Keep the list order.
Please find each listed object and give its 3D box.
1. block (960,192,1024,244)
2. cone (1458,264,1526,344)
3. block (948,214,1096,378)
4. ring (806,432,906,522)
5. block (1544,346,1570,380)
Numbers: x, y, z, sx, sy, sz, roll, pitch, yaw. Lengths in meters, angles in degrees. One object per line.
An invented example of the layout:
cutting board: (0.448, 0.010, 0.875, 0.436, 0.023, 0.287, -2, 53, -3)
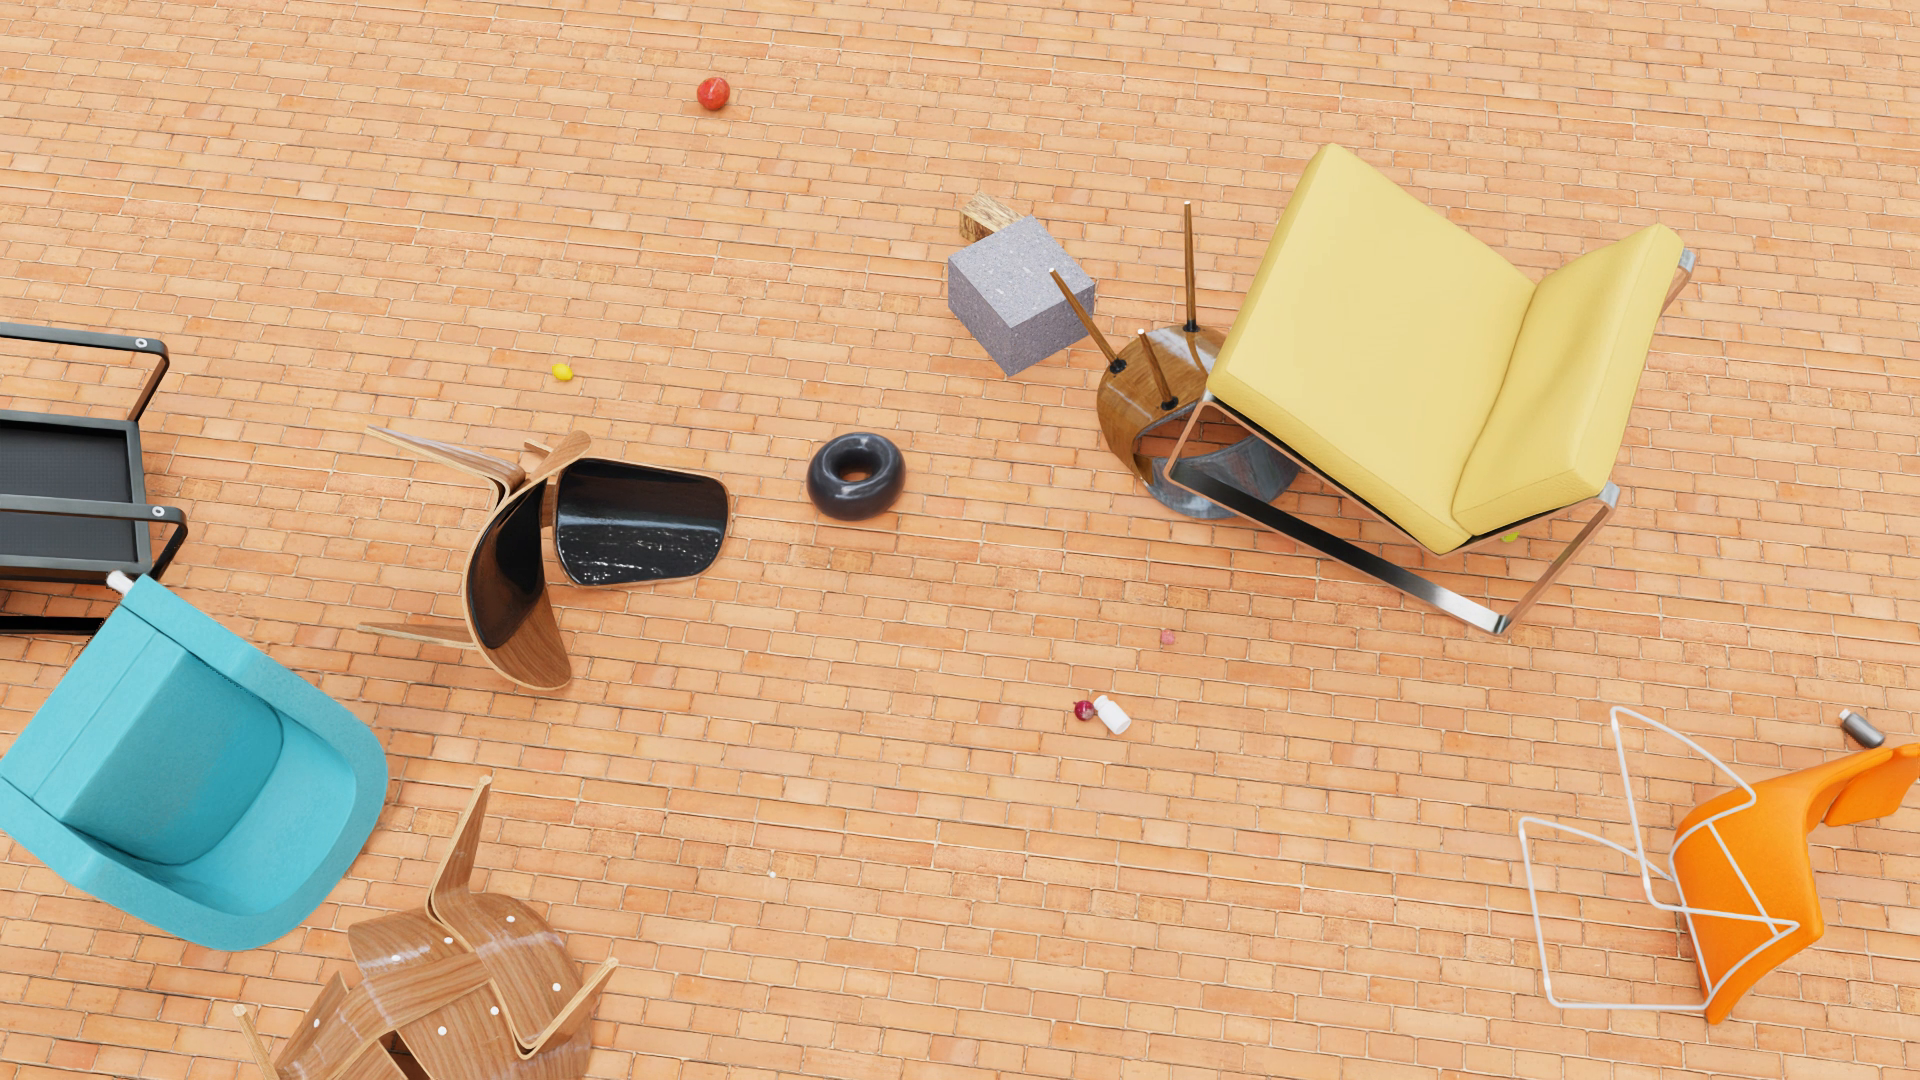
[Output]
block: (0.116, -1.019, 7.189, 0.214, 0.115, 0.112, 33, 62, 20)
cone: (1.760, -0.787, 7.042, 0.249, 0.201, 0.282, -28, 82, -45)
block: (0.191, -0.772, 6.944, 0.318, 0.245, 0.347, -29, 61, -18)
ring: (-0.311, -0.190, 6.602, 0.311, 0.169, 0.265, -21, 60, -16)
block: (1.873, -0.554, 6.905, 0.039, 0.068, 0.077, 25, 60, 16)
